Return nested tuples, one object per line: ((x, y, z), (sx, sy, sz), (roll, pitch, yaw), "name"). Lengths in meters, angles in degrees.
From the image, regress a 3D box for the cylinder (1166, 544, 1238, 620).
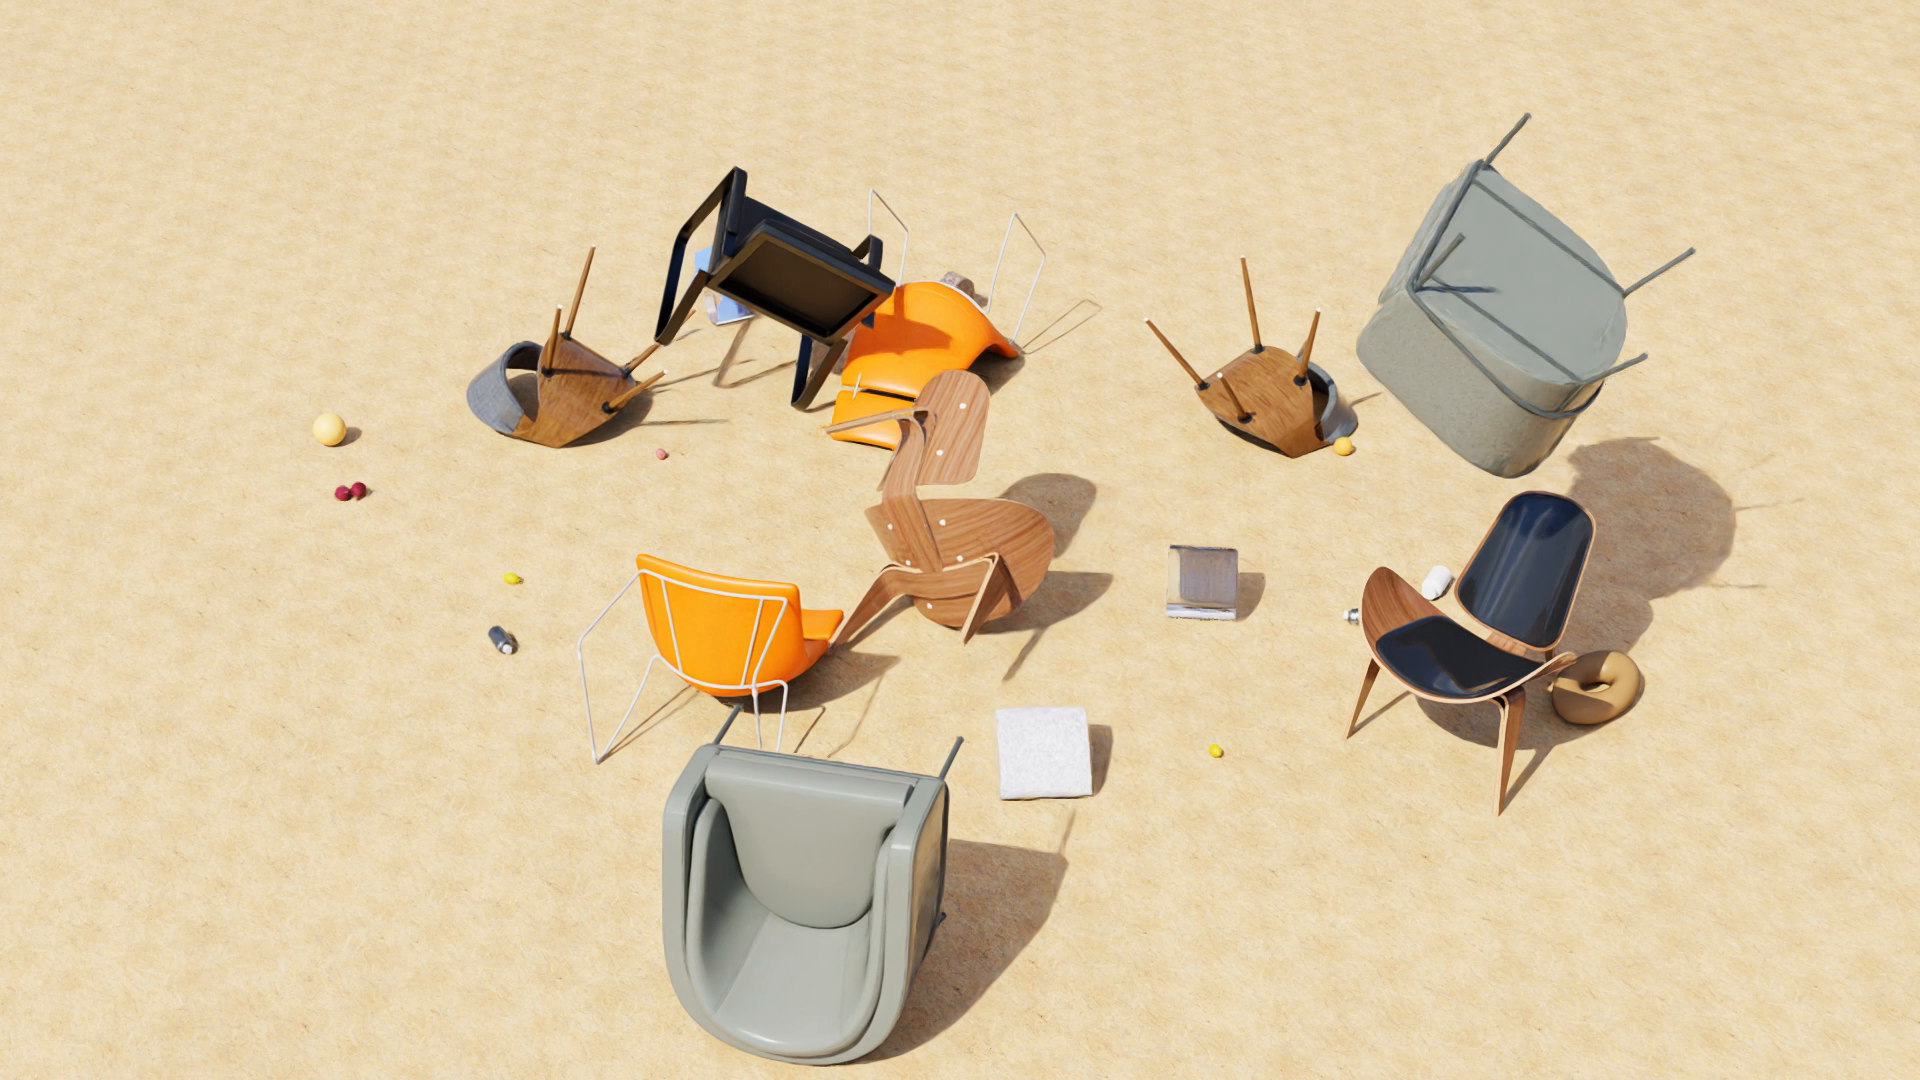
((0.867, 0.150, 10.502), (0.247, 0.258, 0.206), (3, -8, 5), "cylinder")

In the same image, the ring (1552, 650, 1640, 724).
((2.188, 0.506, 10.084), (0.266, 0.104, 0.413), (22, 40, 31), "ring")

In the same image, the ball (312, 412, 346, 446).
((-2.469, -0.434, 11.486), (0.129, 0.129, 0.129), (0, 33, 0), "ball")

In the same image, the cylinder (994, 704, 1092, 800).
((0.272, 0.700, 9.705), (0.296, 0.146, 0.329), (-2, 59, -3), "cylinder")

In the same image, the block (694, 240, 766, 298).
((-0.980, -1.141, 12.533), (0.265, 0.158, 0.166), (27, 42, 35), "block")

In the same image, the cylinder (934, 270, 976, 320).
((-0.024, -1.029, 12.340), (0.148, 0.186, 0.094), (-8, 30, -45), "cylinder")
